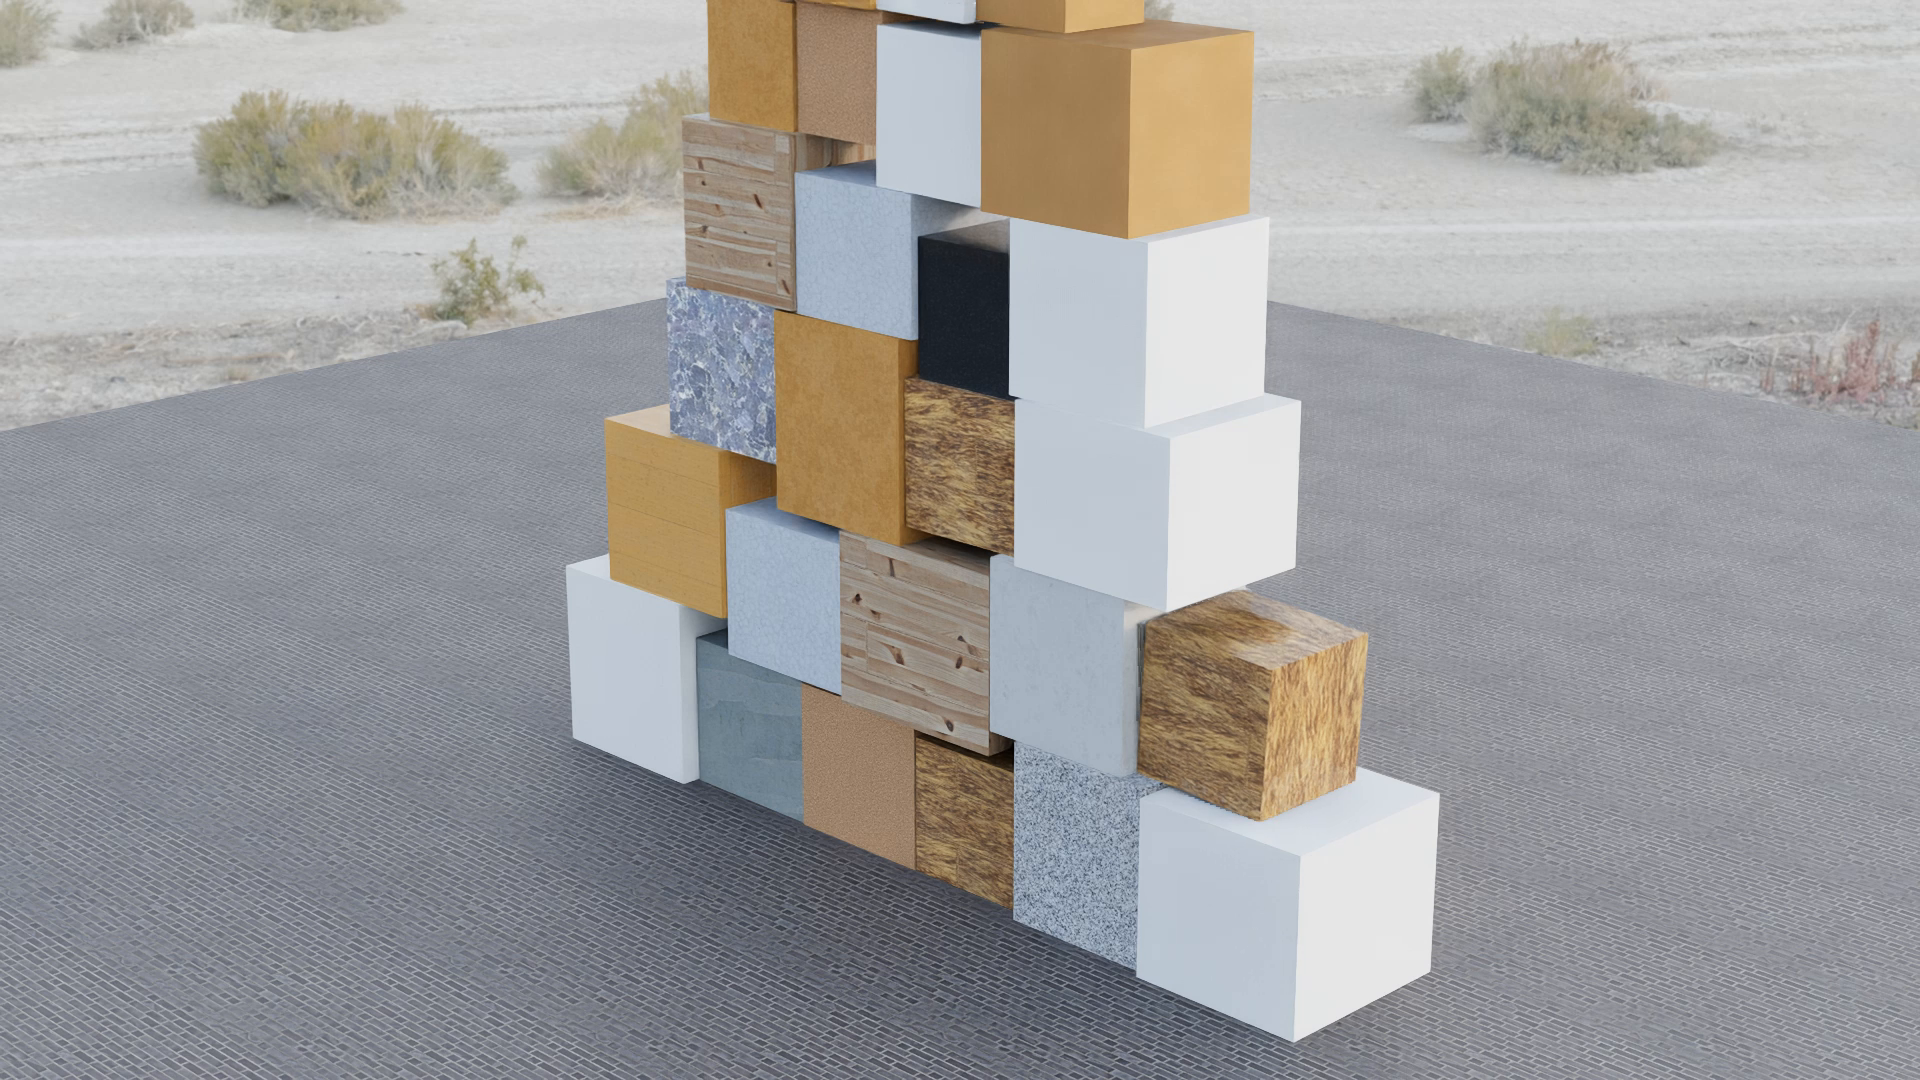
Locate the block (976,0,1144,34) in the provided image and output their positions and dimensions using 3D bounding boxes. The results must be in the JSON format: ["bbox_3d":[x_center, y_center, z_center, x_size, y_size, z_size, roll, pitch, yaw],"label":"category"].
[{"bbox_3d":[0.420,-2.399,12.157,0.509,0.491,0.480,18,25,42],"label":"block"}]

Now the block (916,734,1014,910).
[{"bbox_3d":[0.283,1.208,13.408,0.687,0.656,0.676,-17,24,-42],"label":"block"}]

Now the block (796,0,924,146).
[{"bbox_3d":[-0.335,-2.107,13.016,0.543,0.599,0.551,-17,24,-42],"label":"block"}]

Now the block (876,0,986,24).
[{"bbox_3d":[0.035,-2.561,12.473,0.563,0.613,0.528,-17,26,-42],"label":"block"}]

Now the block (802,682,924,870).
[{"bbox_3d":[-0.227,1.021,13.895,0.712,0.720,0.760,-17,24,-42],"label":"block"}]

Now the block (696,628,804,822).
[{"bbox_3d":[-0.763,0.839,14.429,0.724,0.748,0.777,-17,24,-42],"label":"block"}]

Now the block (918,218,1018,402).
[{"bbox_3d":[0.244,-1.009,12.752,0.590,0.631,0.613,-17,24,-42],"label":"block"}]

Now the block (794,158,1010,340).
[{"bbox_3d":[-0.215,-1.332,13.177,0.736,0.643,0.743,-17,24,-42],"label":"block"}]

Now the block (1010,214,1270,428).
[{"bbox_3d":[0.743,-0.974,12.241,0.755,0.761,0.762,-17,24,-42],"label":"block"}]

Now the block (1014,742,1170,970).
[{"bbox_3d":[0.792,1.274,12.883,0.812,0.843,0.759,-17,24,-42],"label":"block"}]

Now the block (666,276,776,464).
[{"bbox_3d":[-0.872,-0.864,13.967,0.697,0.754,0.775,-17,24,-42],"label":"block"}]

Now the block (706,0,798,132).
[{"bbox_3d":[-0.739,-2.218,13.409,0.589,0.571,0.579,-17,24,-42],"label":"block"}]

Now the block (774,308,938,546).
[{"bbox_3d":[-0.293,-0.591,13.472,0.753,0.947,0.818,-17,24,-42],"label":"block"}]

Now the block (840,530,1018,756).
[{"bbox_3d":[0.074,0.370,13.381,0.808,0.832,0.953,-17,24,-42],"label":"block"}]

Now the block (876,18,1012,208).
[{"bbox_3d":[0.126,-1.865,12.647,0.676,0.696,0.697,-17,25,-42],"label":"block"}]

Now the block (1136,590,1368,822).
[{"bbox_3d":[1.220,0.682,12.269,0.629,0.672,0.674,-17,27,-42],"label":"block"}]

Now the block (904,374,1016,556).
[{"bbox_3d":[0.251,-0.381,12.940,0.653,0.680,0.744,-17,23,-42],"label":"block"}]

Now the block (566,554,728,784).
[{"bbox_3d":[-1.372,0.576,14.955,0.869,0.933,0.886,-17,24,-42],"label":"block"}]

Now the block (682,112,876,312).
[{"bbox_3d":[-0.761,-1.570,13.629,0.737,0.798,0.737,-17,24,-42],"label":"block"}]

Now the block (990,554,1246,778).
[{"bbox_3d":[0.682,0.454,12.749,0.787,0.802,0.774,-17,24,-42],"label":"block"}]

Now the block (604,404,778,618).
[{"bbox_3d":[-1.139,-0.199,14.486,0.851,0.828,0.855,-17,24,-42],"label":"block"}]

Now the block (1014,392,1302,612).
[{"bbox_3d":[0.829,-0.235,12.382,0.830,0.733,0.861,-17,24,-42],"label":"block"}]

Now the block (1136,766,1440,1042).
[{"bbox_3d":[1.376,1.457,12.345,0.923,0.817,0.851,-17,24,-42],"label":"block"}]

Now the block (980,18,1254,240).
[{"bbox_3d":[0.644,-1.724,12.099,0.752,0.754,0.824,-17,24,-42],"label":"block"}]

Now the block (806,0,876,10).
[{"bbox_3d":[-0.360,-2.710,12.873,0.693,0.637,0.615,-17,24,-42],"label":"block"}]

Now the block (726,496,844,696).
[{"bbox_3d":[-0.560,0.206,13.980,0.760,0.729,0.802,-17,24,-42],"label":"block"}]
